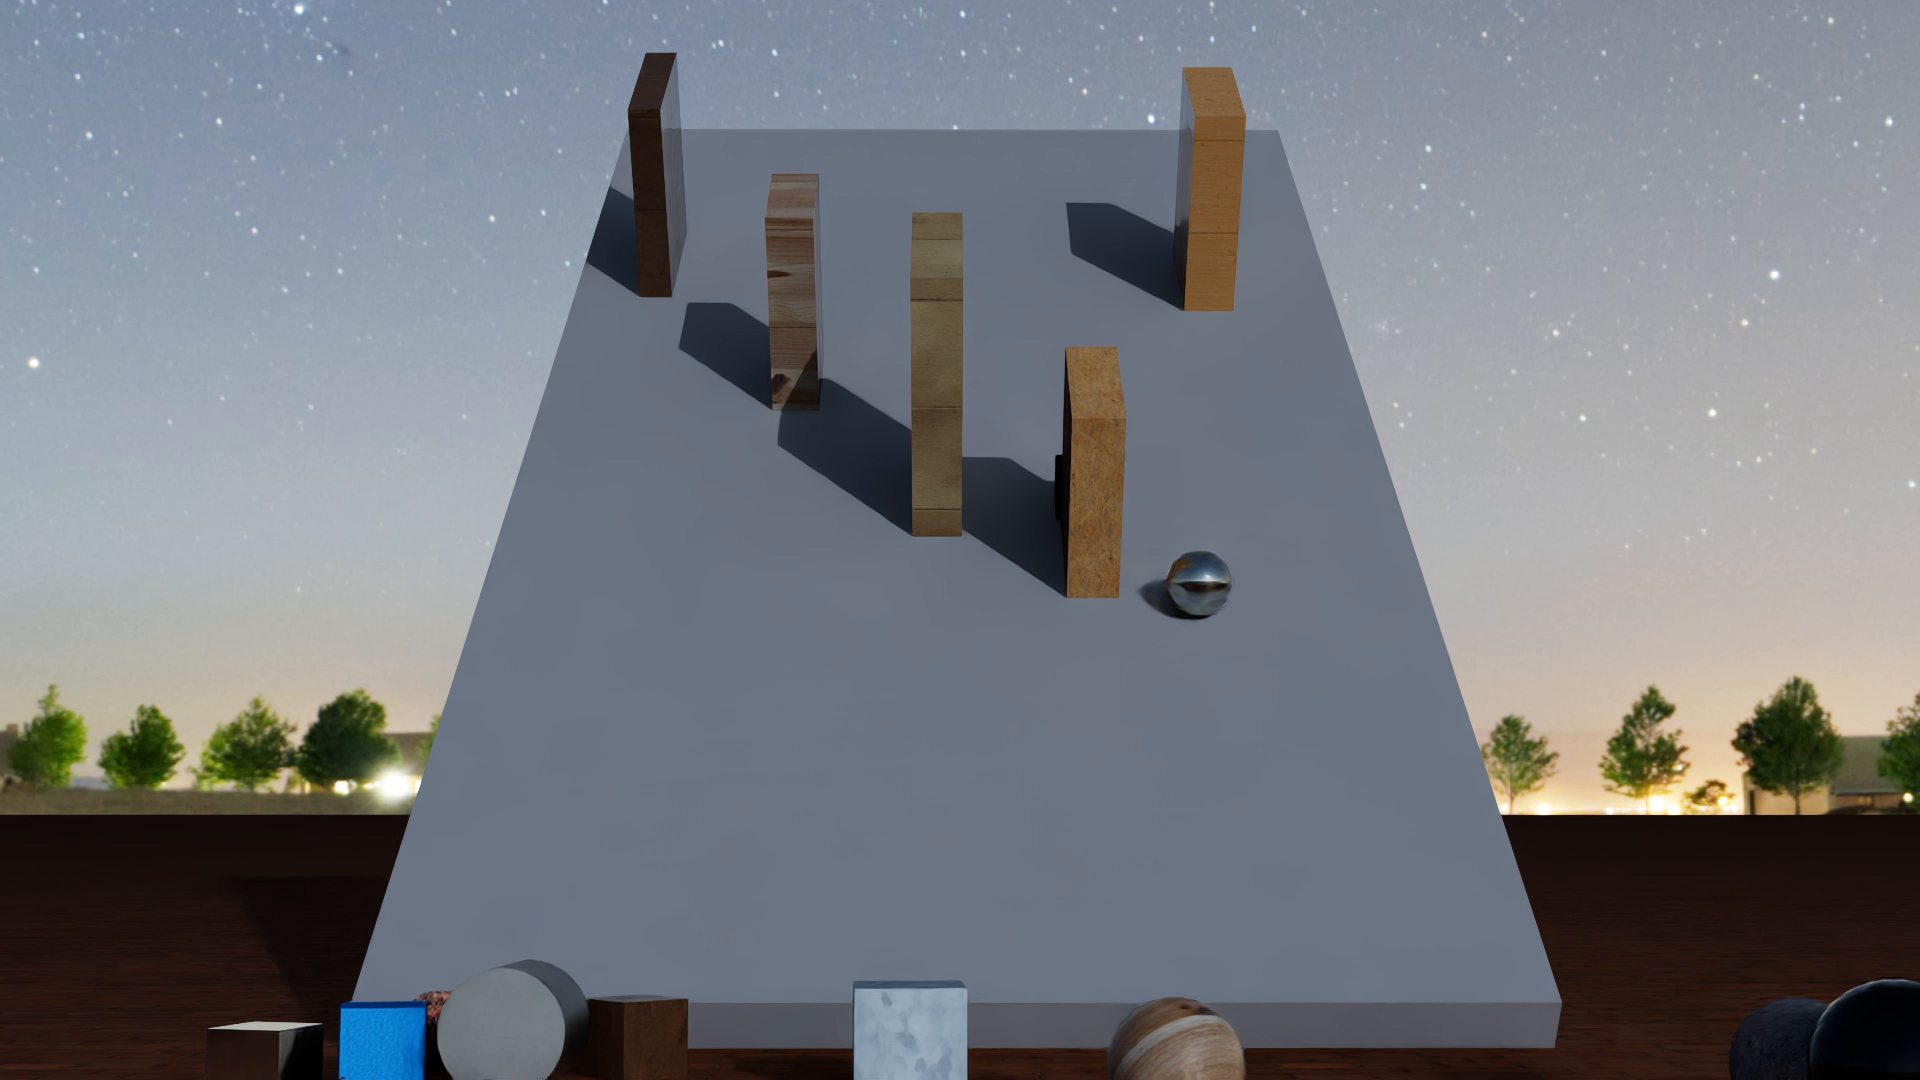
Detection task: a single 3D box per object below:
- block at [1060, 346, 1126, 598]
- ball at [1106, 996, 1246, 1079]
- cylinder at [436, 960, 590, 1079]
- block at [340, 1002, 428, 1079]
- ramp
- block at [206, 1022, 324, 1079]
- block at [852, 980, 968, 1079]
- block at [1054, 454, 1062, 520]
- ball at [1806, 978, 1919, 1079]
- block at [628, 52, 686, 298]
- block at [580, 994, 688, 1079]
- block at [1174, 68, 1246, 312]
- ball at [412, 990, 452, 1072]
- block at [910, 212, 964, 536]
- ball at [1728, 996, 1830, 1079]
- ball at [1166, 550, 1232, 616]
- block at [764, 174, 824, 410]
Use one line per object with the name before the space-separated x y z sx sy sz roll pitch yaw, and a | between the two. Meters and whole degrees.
block | 0.279 -0.144 5.127 0.109 0.426 0.329 0 30 0
ball | 0.264 0.645 2.963 0.169 0.169 0.169 0 -6 0
cylinder | -0.632 0.693 3.441 0.179 0.179 0.179 0 -6 2
block | -0.831 0.730 3.493 0.117 0.117 0.117 1 -6 -11
ramp | -0.013 -0.206 5.749 2.000 0.100 4.000 0 30 0
block | -0.930 0.706 3.240 0.109 0.109 0.109 -2 -7 16
block | -0.071 0.699 3.380 0.154 0.154 0.154 0 -6 -3
block | 0.267 -0.117 5.396 0.107 0.107 0.107 0 30 0
ball | 1.084 0.609 2.794 0.203 0.203 0.203 0 -6 0
block | -0.800 -0.973 6.437 0.082 0.519 0.433 0 30 0
block | -0.490 0.747 3.640 0.115 0.115 0.115 6 -8 -42
block | 0.649 -0.919 6.341 0.128 0.535 0.364 0 30 0
ball | -0.779 0.735 3.622 0.119 0.119 0.119 0 -6 0
block | -0.050 -0.362 5.304 0.109 0.619 0.345 0 30 0
ball | 1.033 0.647 2.976 0.168 0.168 0.168 0 -6 0
ball | 0.496 0.090 5.015 0.137 0.137 0.137 0 -6 0
block | -0.395 -0.595 5.817 0.111 0.498 0.272 0 30 0
